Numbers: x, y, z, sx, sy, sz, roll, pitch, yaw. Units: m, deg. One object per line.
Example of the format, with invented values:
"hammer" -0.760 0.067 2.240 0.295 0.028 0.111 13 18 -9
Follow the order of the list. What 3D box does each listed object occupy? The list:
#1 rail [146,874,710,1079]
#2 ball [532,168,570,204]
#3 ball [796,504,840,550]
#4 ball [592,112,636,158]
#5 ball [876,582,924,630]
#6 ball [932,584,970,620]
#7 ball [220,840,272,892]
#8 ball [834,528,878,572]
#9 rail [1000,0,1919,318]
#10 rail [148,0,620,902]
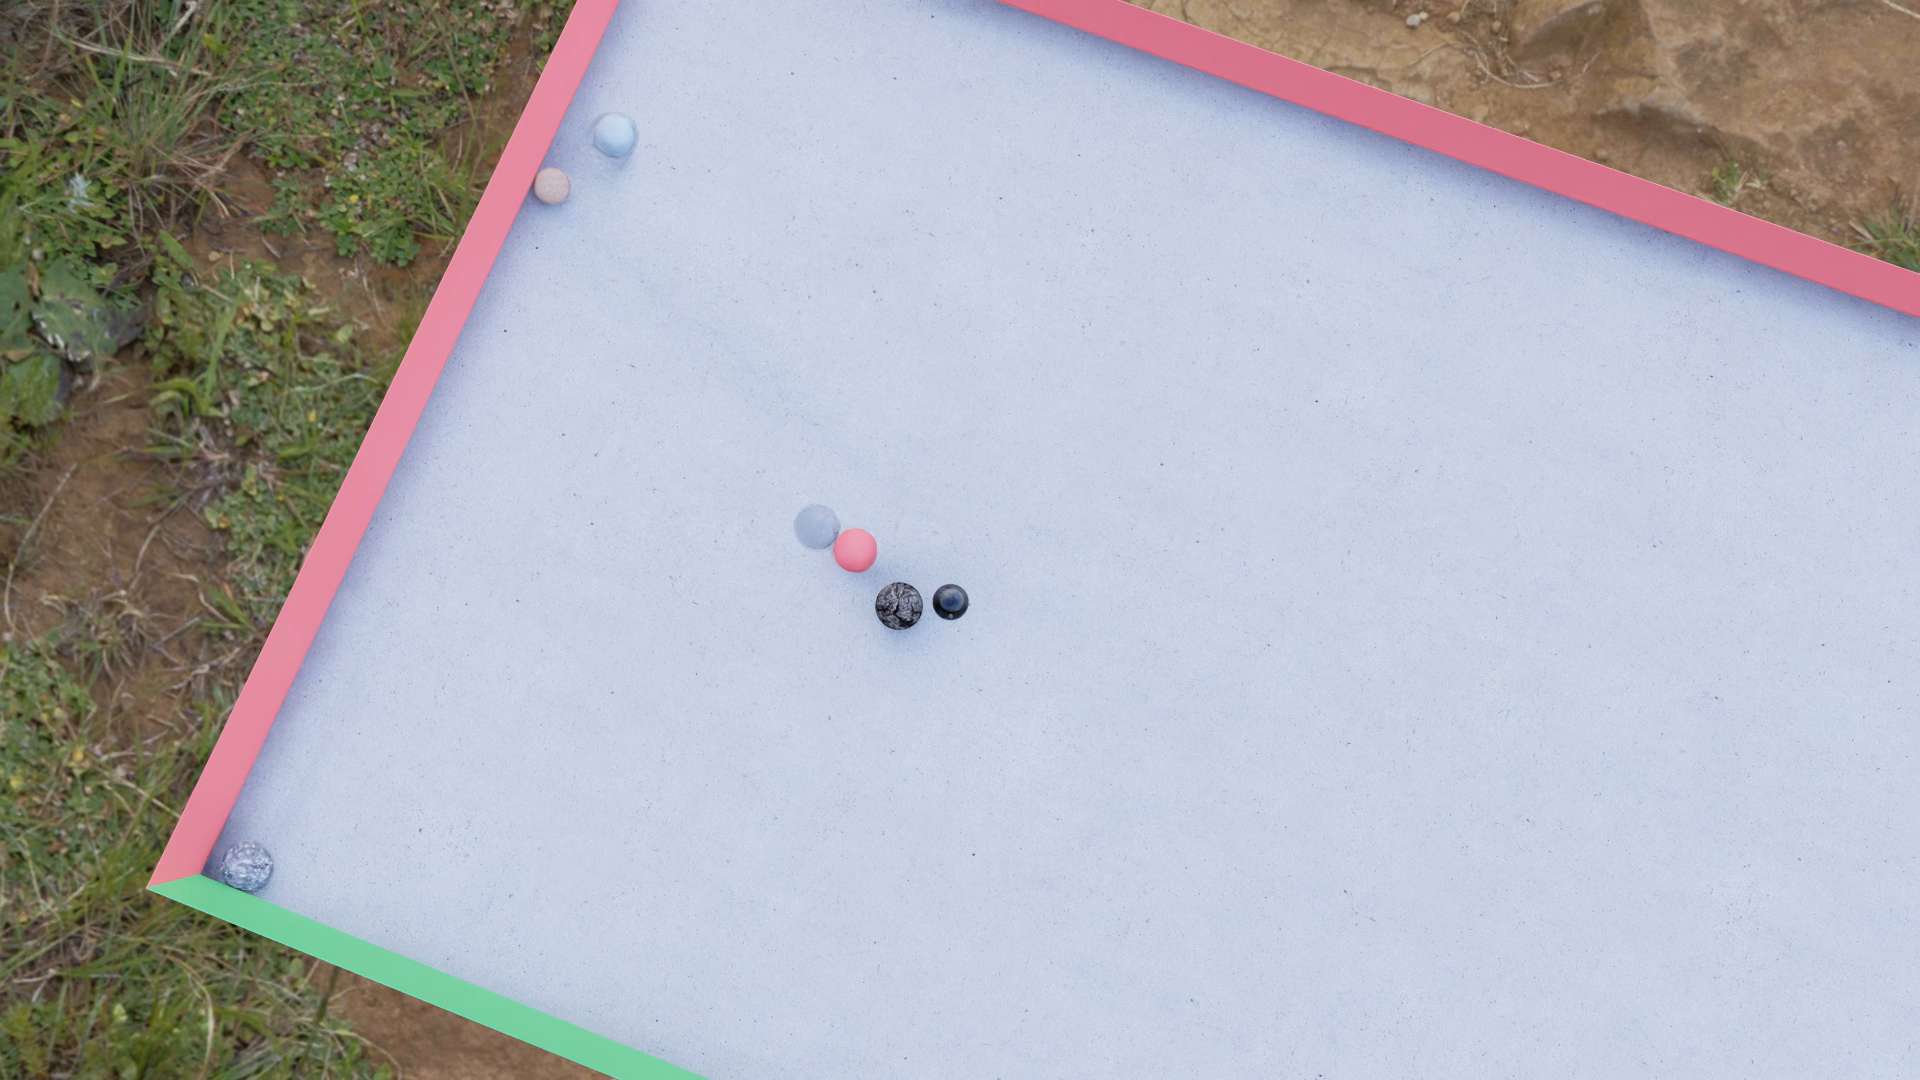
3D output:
"rail" 0.513 1.113 3.031 3.589 0.095 0.045 20 75 6
"ball" -0.656 -0.569 3.534 0.059 0.059 0.059 0 74 0
"ball" -0.218 -0.020 3.371 0.069 0.069 0.069 0 74 0
"ball" -0.559 -0.655 3.553 0.071 0.071 0.071 0 74 0
"ball" -0.092 0.100 3.335 0.073 0.073 0.073 0 74 0
"ball" -0.014 0.094 3.345 0.056 0.056 0.056 0 74 0
"ball" -1.047 0.478 3.226 0.073 0.073 0.073 0 74 0
"ball" -0.159 0.016 3.362 0.068 0.068 0.068 0 74 0
"rail" 1.161 -0.501 3.495 3.589 0.095 0.045 20 75 6
"rail" -0.815 -0.306 3.439 0.045 0.095 1.847 20 75 6
